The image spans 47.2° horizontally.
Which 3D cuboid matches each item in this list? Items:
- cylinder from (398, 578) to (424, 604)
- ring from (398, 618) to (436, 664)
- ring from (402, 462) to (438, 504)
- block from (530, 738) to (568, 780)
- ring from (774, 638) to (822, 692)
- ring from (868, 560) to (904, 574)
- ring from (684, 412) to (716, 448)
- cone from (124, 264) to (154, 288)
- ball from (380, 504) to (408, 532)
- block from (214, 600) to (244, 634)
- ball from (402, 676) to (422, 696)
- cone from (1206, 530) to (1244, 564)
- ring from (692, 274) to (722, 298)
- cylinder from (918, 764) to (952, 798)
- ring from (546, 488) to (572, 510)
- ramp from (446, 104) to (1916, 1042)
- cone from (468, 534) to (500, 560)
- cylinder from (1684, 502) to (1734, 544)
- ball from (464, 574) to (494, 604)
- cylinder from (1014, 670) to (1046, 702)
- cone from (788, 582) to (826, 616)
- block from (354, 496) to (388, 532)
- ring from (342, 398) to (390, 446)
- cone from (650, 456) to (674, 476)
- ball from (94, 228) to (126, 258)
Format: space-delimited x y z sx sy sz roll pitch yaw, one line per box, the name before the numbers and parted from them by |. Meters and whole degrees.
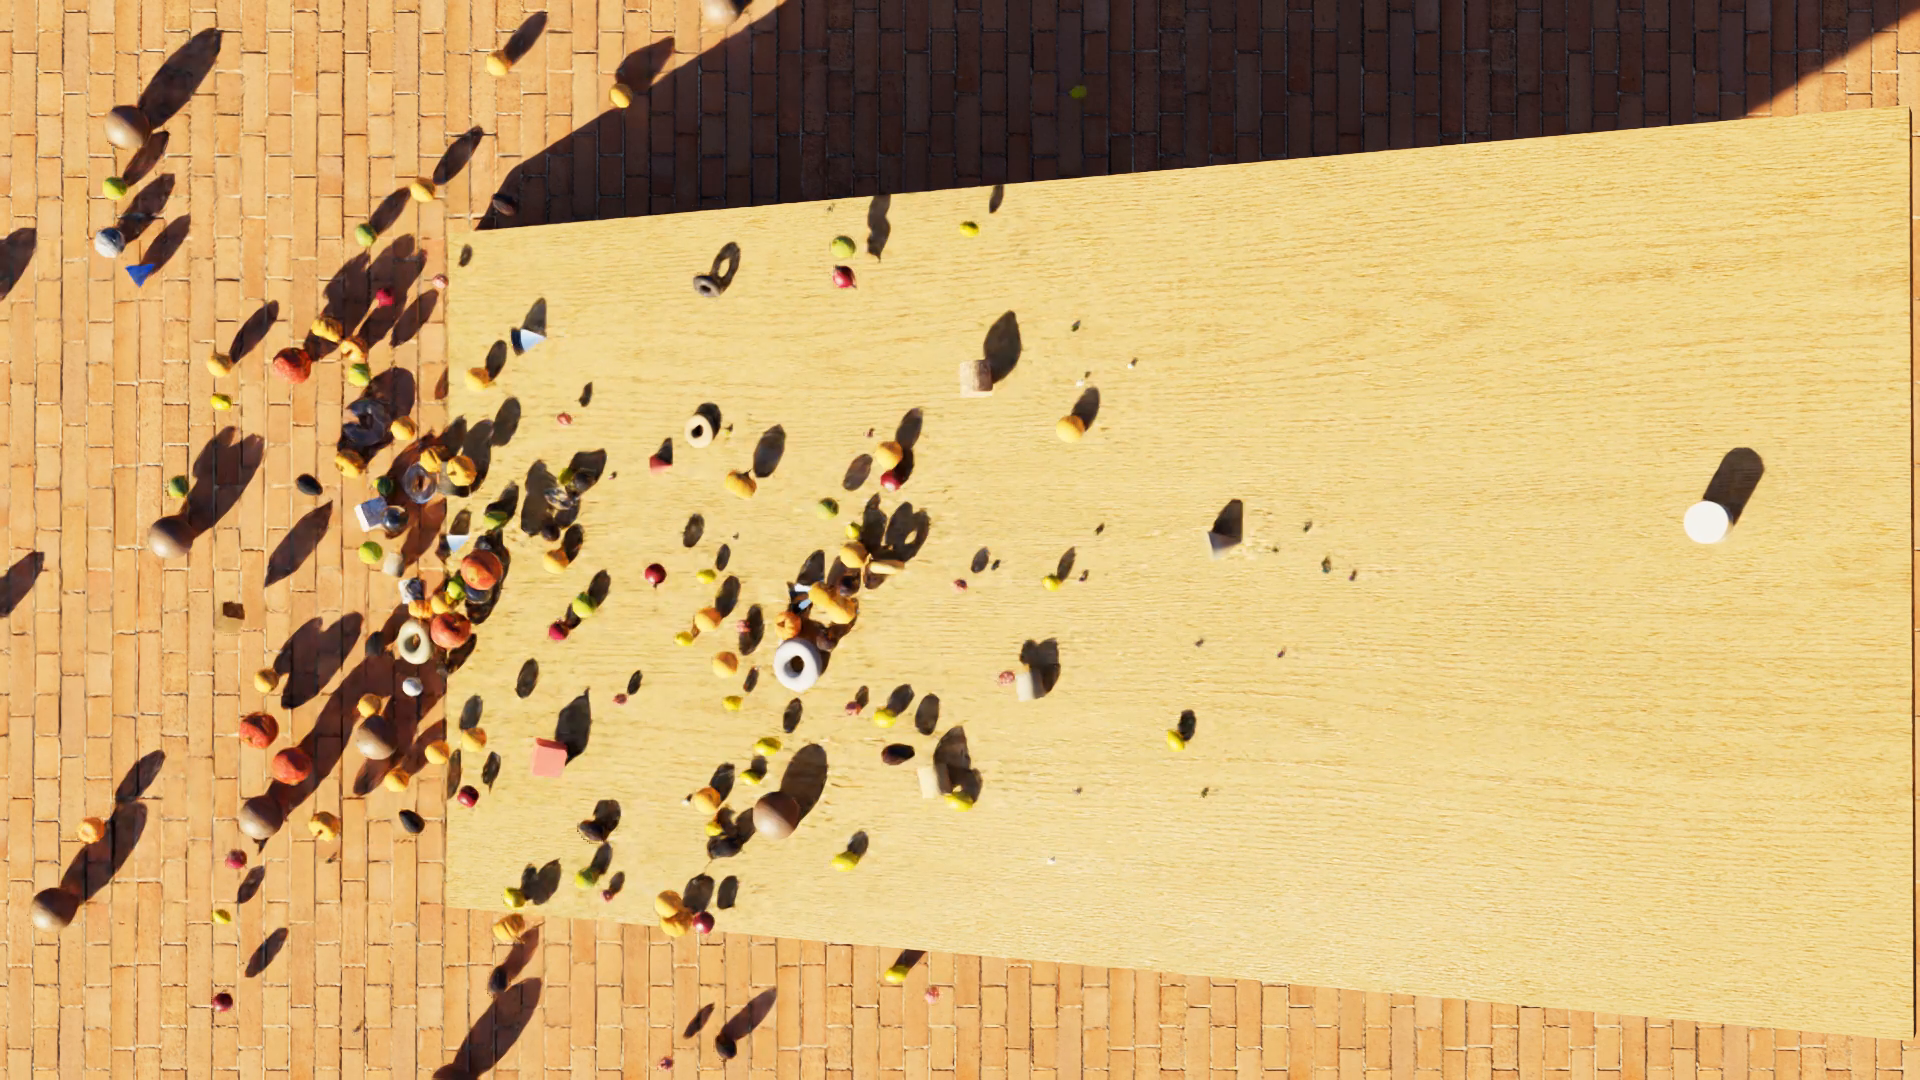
cylinder | -1.634 0.153 6.548 0.062 0.062 0.062 -16 79 0
ring | -1.620 0.301 6.560 0.140 0.047 0.140 -1 89 30
ring | -1.611 -0.171 6.563 0.123 0.041 0.123 0 90 28
block | -1.175 0.624 6.280 0.085 0.085 0.085 12 97 -17
ring | -0.438 0.336 5.944 0.146 0.049 0.146 0 91 27
ring | -0.193 0.070 5.780 0.094 0.094 0.031 -1 87 0
ring | -0.723 -0.305 6.106 0.098 0.033 0.098 -1 88 27
cone | -2.448 -0.808 6.595 0.077 0.077 0.077 -35 89 -10
ball | -1.677 -0.064 6.517 0.081 0.081 0.081 0 89 0
block | -2.168 0.230 6.526 0.064 0.064 0.064 14 127 -34
ball | -1.634 0.437 6.560 0.060 0.060 0.060 0 89 0
cone | 0.654 0.011 5.389 0.087 0.087 0.087 -10 89 0
ring | -0.697 -0.699 6.068 0.088 0.088 0.029 22 64 0
cylinder | -0.066 0.628 5.730 0.079 0.079 0.079 -11 81 0
ring | -1.146 -0.118 6.282 0.087 0.087 0.029 30 62 0
ramp | 0.278 0.079 5.660 4.000 0.100 2.000 0 89 27
cone | -1.381 0.041 6.438 0.087 0.087 0.087 27 89 -3
cylinder | 1.651 -0.038 4.845 0.092 0.092 0.092 0 89 27
ball | -1.406 0.145 6.424 0.086 0.086 0.086 0 89 0
cylinder | 0.179 0.373 5.612 0.069 0.069 0.069 -9 84 0
cone | -0.408 0.147 5.933 0.096 0.096 0.096 -13 89 0
block | -1.752 -0.077 6.572 0.076 0.076 0.076 -22 89 -28
ring | -1.783 -0.357 6.601 0.145 0.048 0.145 0 89 -2
cone | -0.834 -0.209 6.165 0.062 0.062 0.062 -2 89 1
ball | -2.547 -0.892 6.587 0.090 0.090 0.090 0 89 0
